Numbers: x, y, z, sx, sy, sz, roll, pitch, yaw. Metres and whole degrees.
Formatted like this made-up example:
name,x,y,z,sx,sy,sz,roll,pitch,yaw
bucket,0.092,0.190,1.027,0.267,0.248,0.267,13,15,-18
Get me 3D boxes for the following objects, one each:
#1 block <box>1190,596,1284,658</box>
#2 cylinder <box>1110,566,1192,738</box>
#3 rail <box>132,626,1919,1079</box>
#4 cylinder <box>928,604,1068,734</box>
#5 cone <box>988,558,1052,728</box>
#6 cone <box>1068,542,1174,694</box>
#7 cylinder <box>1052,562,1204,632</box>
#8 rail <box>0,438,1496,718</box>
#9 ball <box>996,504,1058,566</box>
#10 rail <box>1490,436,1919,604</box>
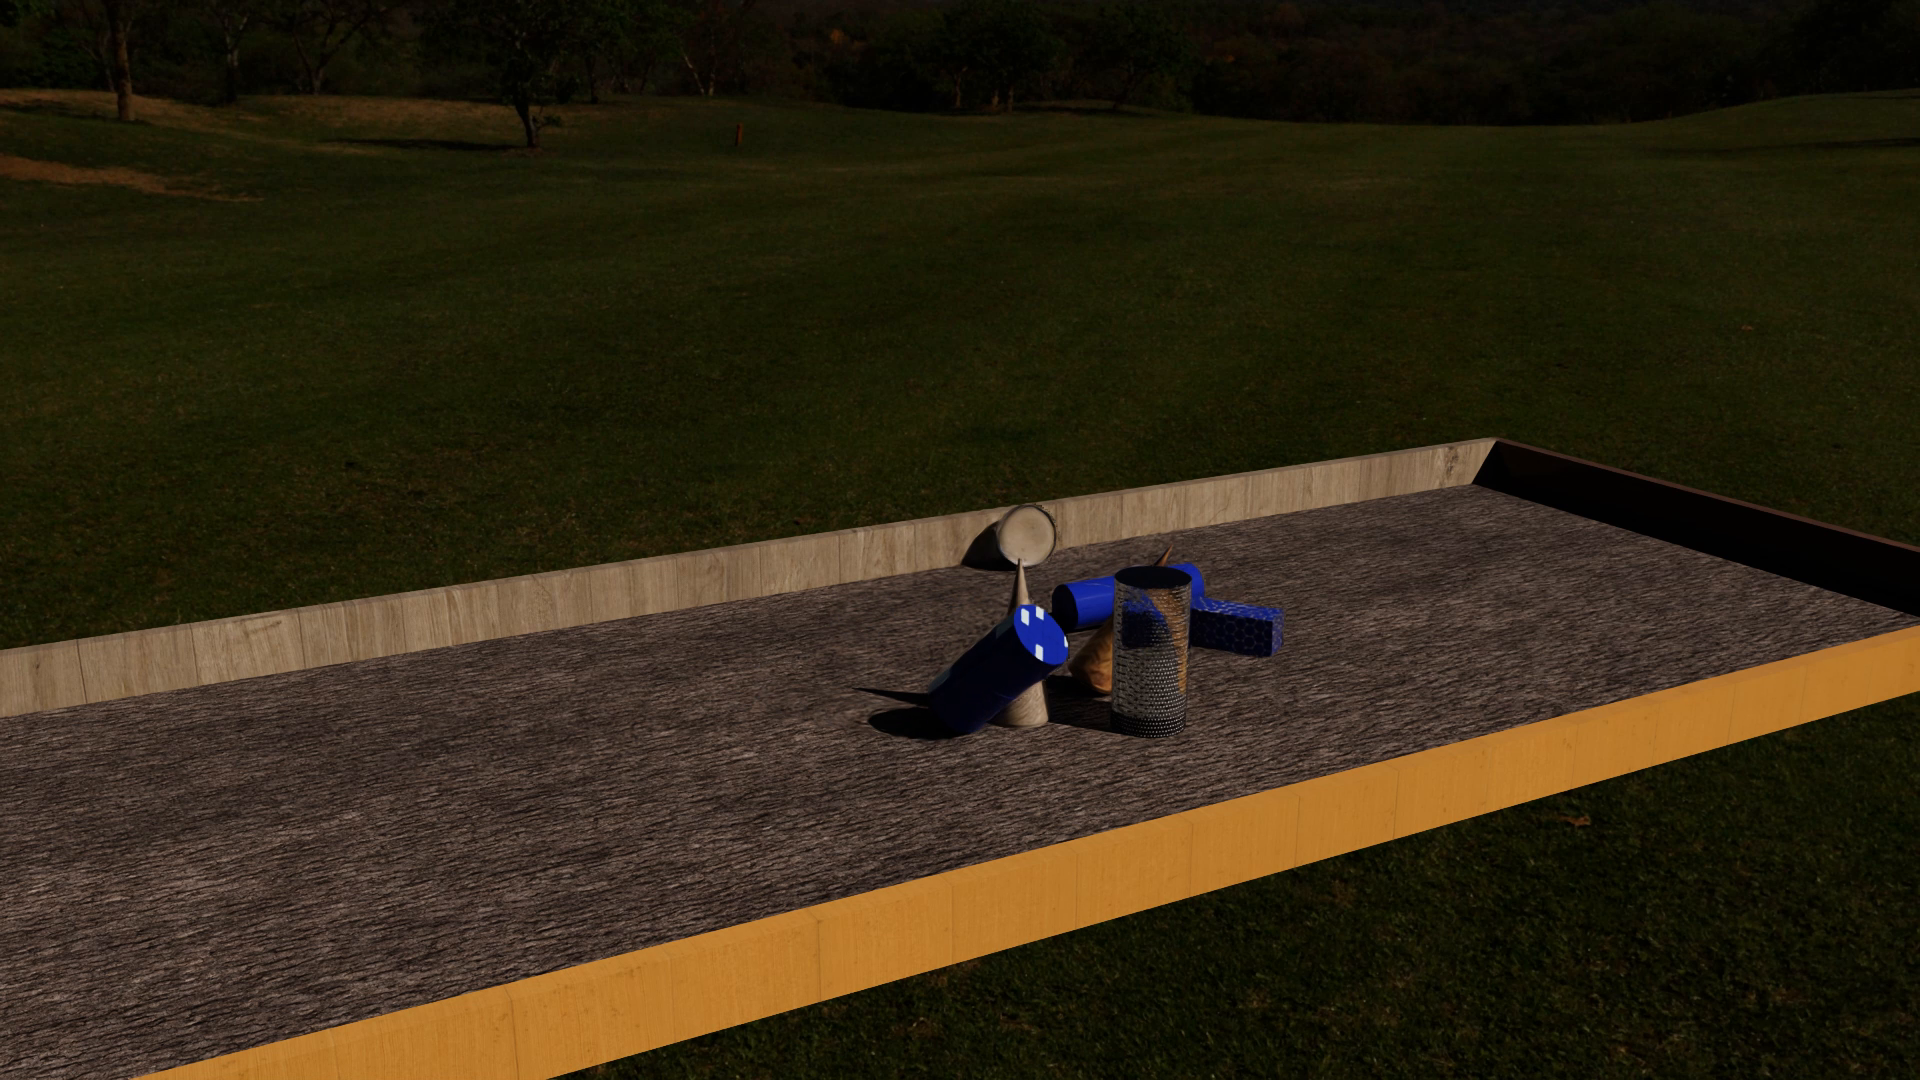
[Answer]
name,x,y,z,sx,sy,sz,roll,pitch,yaw
block,0.684,0.225,4.410,0.339,0.101,0.101,8,18,26
cylinder,0.443,0.259,3.834,0.177,0.361,0.177,0,16,0
rail,-2.336,1.006,1.665,12.000,0.150,0.050,-9,18,-27
cylinder,0.085,0.296,3.765,0.312,0.158,0.158,-42,-10,35
cone,0.139,0.225,3.875,0.160,0.402,0.160,0,16,0
cone,0.419,0.173,4.017,0.132,0.408,0.132,26,20,-10
cylinder,0.470,0.157,4.592,0.422,0.130,0.130,-9,18,-27
rail,-3.305,0.497,3.399,12.000,0.150,0.050,-9,18,-27
ball,0.204,-0.013,5.062,0.190,0.190,0.190,0,16,0
rail,2.466,-0.048,5.253,0.050,0.150,2.100,-9,18,-27
